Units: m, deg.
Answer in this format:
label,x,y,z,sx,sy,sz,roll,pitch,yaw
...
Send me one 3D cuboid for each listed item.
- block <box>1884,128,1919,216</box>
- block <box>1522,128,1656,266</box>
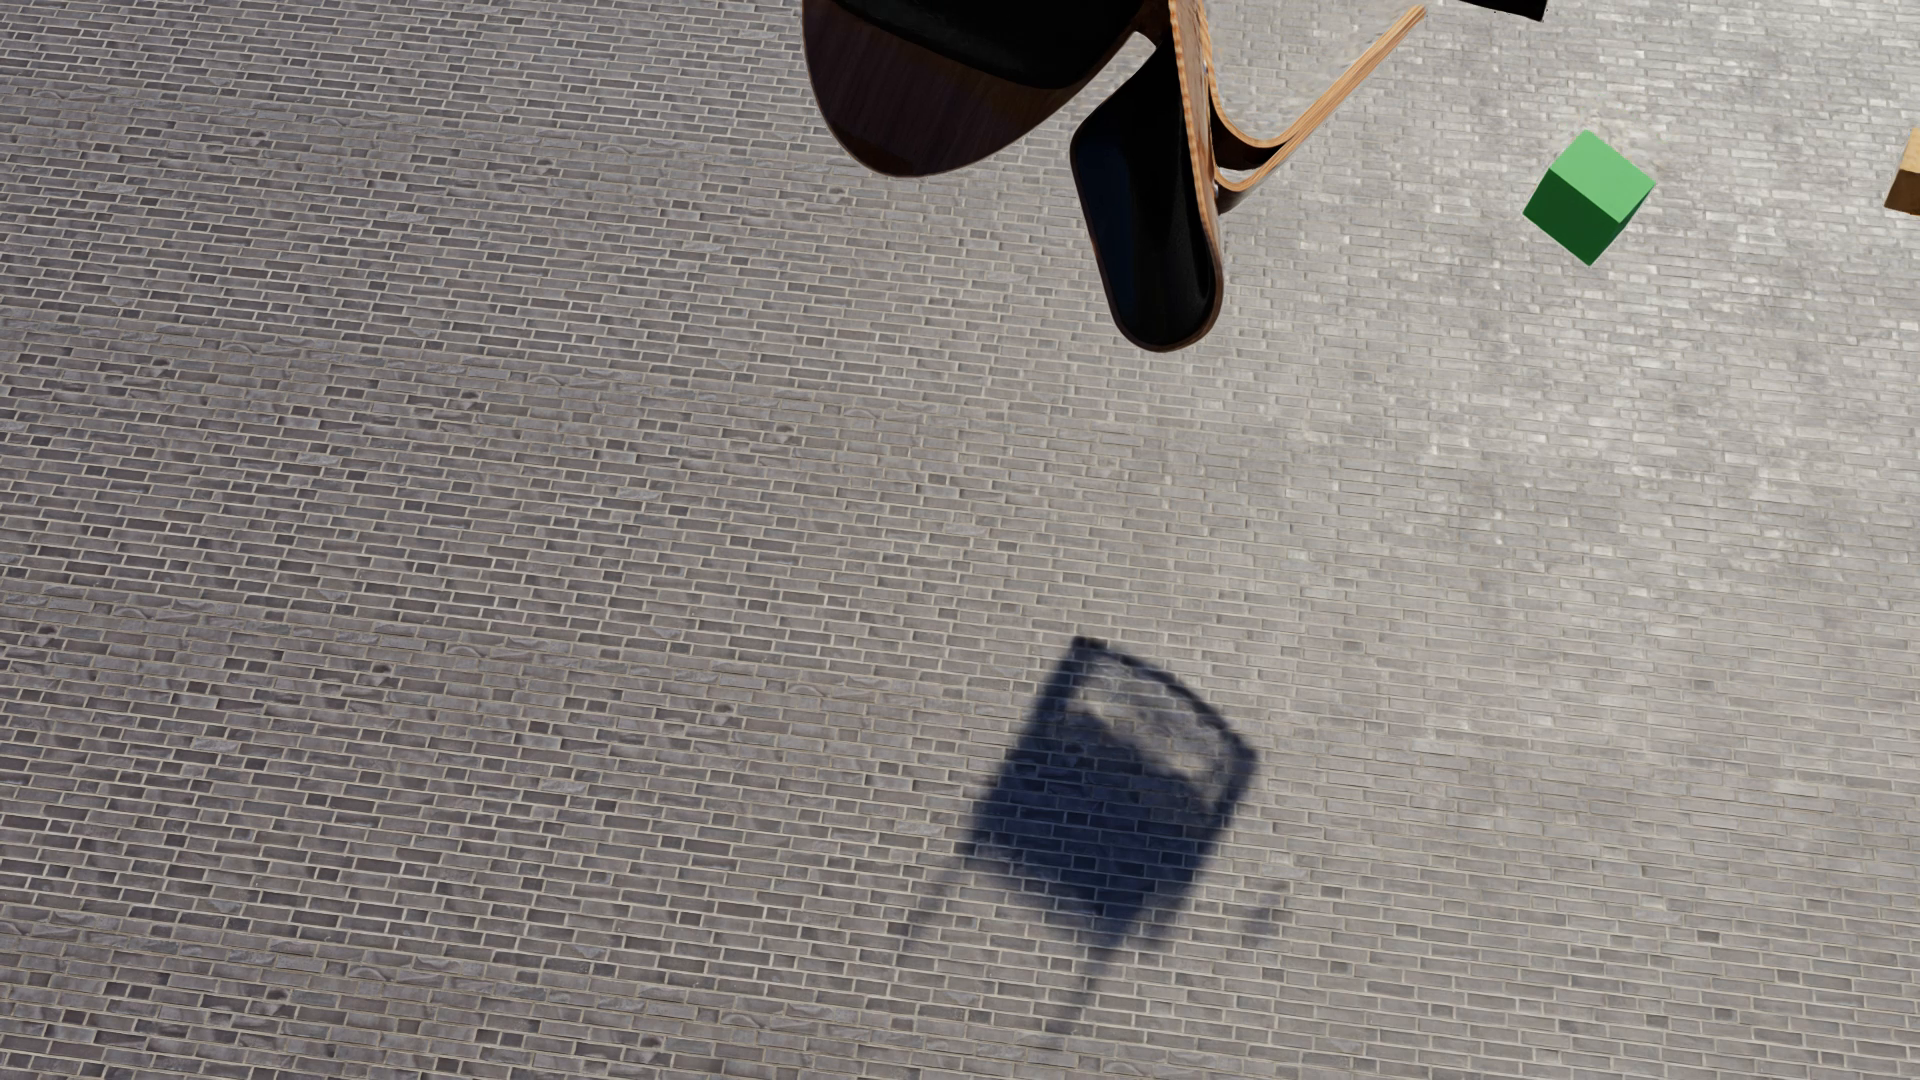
label,x,y,z,sx,sy,sz,roll,pitch,yaw
block,1.664,-0.638,3.817,0.069,0.111,0.094,19,67,17
block,1.135,-0.618,3.977,0.158,0.188,0.106,41,77,11
